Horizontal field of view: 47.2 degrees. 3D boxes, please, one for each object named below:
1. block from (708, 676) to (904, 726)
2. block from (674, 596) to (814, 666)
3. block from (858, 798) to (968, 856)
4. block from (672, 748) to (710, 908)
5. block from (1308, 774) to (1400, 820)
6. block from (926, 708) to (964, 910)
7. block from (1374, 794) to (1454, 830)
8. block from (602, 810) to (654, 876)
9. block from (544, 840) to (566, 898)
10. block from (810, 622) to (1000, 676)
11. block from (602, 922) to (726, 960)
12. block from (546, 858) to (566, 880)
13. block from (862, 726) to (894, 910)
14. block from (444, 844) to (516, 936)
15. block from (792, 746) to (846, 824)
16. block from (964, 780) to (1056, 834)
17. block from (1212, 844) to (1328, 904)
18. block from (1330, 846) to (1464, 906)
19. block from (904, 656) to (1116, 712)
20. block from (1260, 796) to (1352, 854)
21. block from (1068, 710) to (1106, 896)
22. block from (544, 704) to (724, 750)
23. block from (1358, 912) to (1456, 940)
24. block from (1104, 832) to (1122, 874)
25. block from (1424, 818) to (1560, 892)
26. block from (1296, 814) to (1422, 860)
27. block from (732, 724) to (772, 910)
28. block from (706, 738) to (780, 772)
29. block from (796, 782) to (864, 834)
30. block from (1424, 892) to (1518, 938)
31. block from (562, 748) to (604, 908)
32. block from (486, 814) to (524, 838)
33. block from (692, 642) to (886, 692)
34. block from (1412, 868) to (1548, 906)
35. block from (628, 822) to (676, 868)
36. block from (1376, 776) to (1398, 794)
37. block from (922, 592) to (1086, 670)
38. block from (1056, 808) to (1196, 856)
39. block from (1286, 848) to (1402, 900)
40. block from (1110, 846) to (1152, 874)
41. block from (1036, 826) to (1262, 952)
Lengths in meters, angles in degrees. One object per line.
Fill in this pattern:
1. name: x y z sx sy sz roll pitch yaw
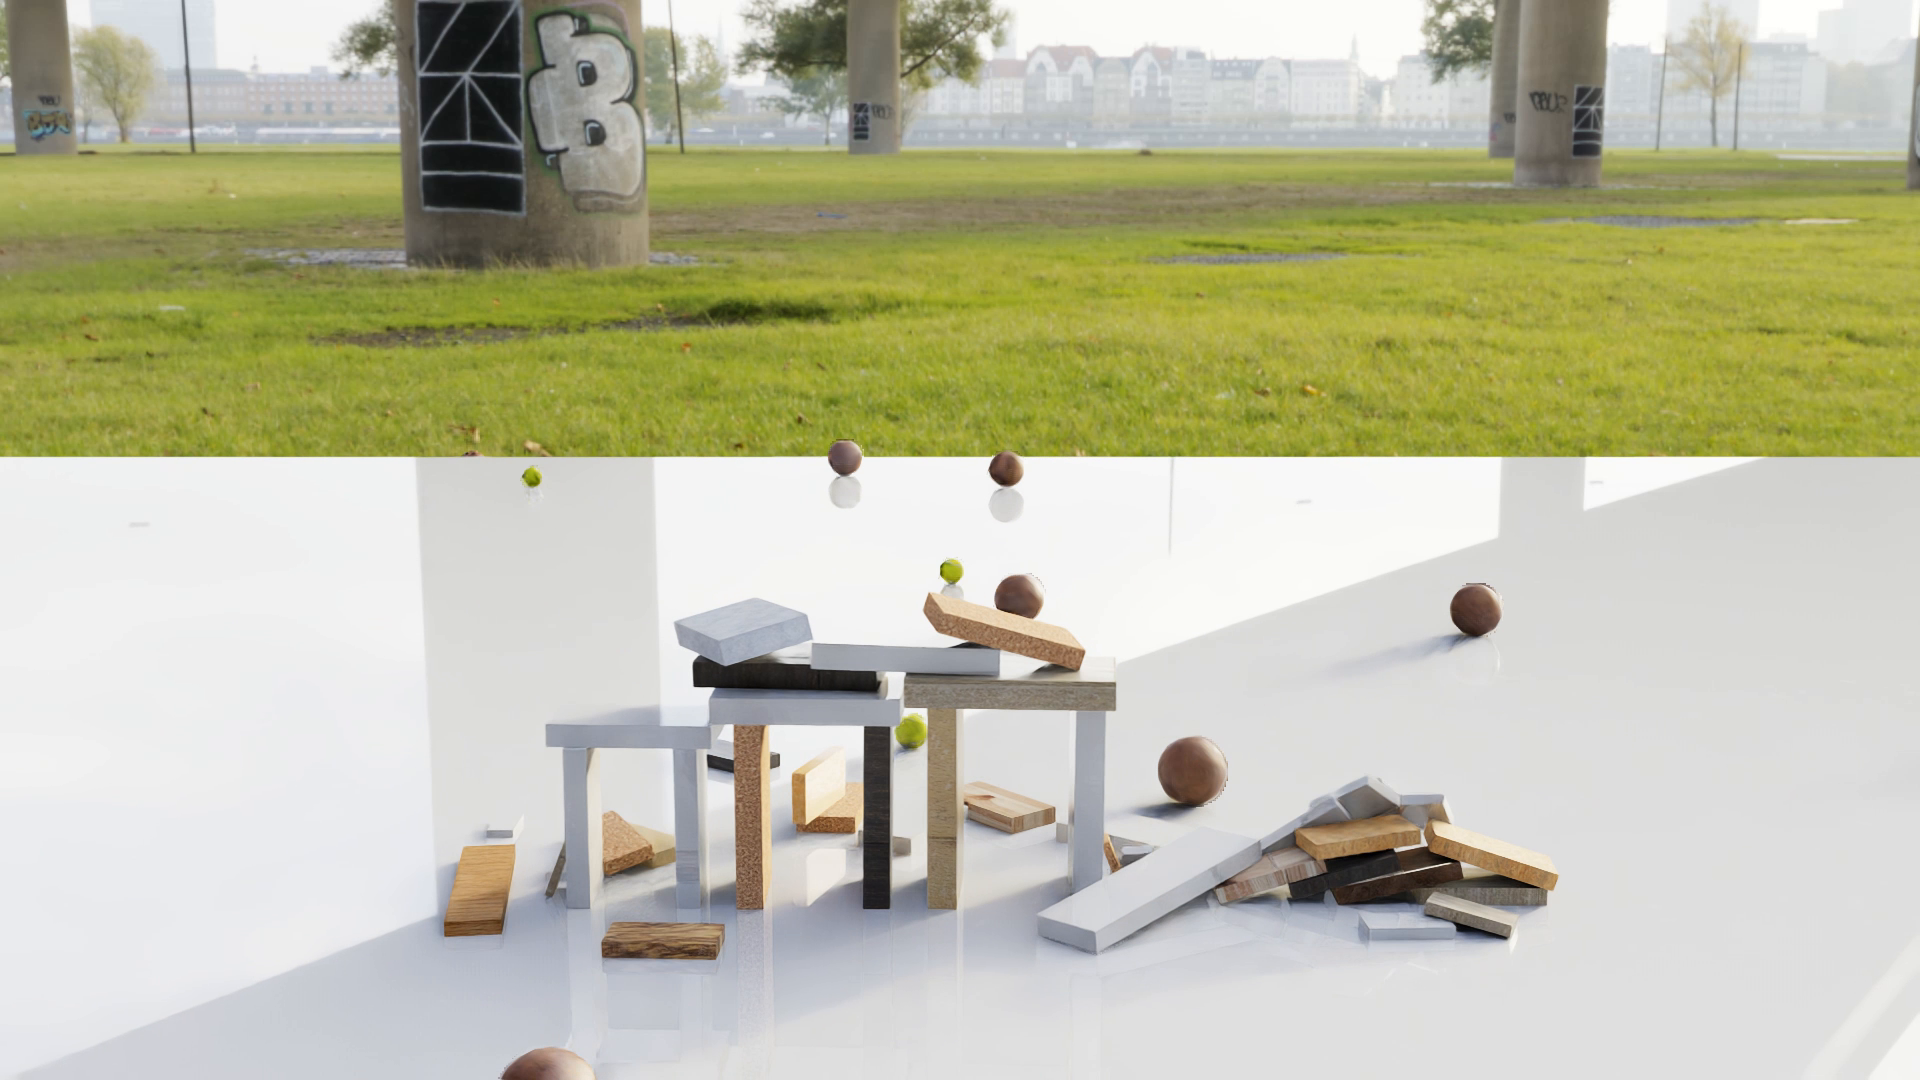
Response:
1. block: -0.247 0.263 3.615 0.309 0.044 0.154 0 11 2
2. block: -0.365 0.150 3.665 0.152 0.043 0.304 -17 10 -19
3. block: -0.083 0.517 3.978 0.108 0.030 0.215 5 12 27
4. block: -0.444 0.458 3.640 0.038 0.270 0.135 0 11 0
5. block: 0.666 0.446 3.720 0.073 0.021 0.146 34 -40 -18
6. block: -0.023 0.421 3.648 0.048 0.340 0.170 1 11 4
7. block: 0.762 0.462 3.729 0.138 0.069 0.020 -5 42 29
8. block: -0.608 0.526 3.826 0.089 0.025 0.177 -19 23 -26
9. block: -0.666 0.543 3.665 0.014 0.095 0.048 21 10 -5
10. block: -0.087 0.178 3.611 0.304 0.043 0.152 2 11 0
11. block: -0.461 0.623 3.422 0.177 0.025 0.089 1 11 3
12. block: -0.675 0.563 3.780 0.048 0.014 0.095 1 11 6
13. block: -0.135 0.438 3.643 0.044 0.309 0.154 1 11 0
14. block: -0.796 0.579 3.658 0.089 0.025 0.377 -1 11 -8
15. block: -0.257 0.447 4.018 0.027 0.094 0.187 4 11 19
16. block: 0.065 0.496 4.091 0.108 0.030 0.215 -9 14 -39
17. block: 0.510 0.552 3.659 0.184 0.026 0.092 -17 10 1
18. block: 0.720 0.554 3.658 0.210 0.030 0.105 -12 10 2
19. block: 0.085 0.232 3.598 0.340 0.048 0.170 1 11 3
20. block: 0.575 0.502 3.719 0.175 0.073 0.021 -33 43 13
21. block: 0.209 0.421 3.645 0.048 0.340 0.170 0 11 0
22. block: -0.532 0.306 3.617 0.270 0.038 0.135 1 11 3
23. block: 0.710 0.613 3.492 0.138 0.020 0.069 -1 11 -4
24. block: 0.258 0.541 3.662 0.014 0.100 0.050 -22 10 4
25. block: 0.880 0.521 3.649 0.210 0.030 0.105 18 10 3
26. block: 0.662 0.494 3.662 0.185 0.026 0.092 -7 10 -13
27. block: -0.343 0.438 3.643 0.044 0.309 0.154 0 11 0
28. block: -0.462 0.436 4.425 0.187 0.027 0.094 8 13 38
29. block: -0.232 0.496 4.090 0.108 0.030 0.215 1 11 6
30. block: 0.816 0.597 3.509 0.138 0.020 0.069 14 10 21
31. block: -0.623 0.458 3.640 0.038 0.270 0.135 0 11 0
32. block: -0.828 0.520 4.007 0.048 0.014 0.095 0 11 0
33. block: -0.280 0.209 3.669 0.304 0.043 0.152 1 11 5
34. block: 0.860 0.576 3.662 0.210 0.030 0.105 0 11 0
35. block: -0.587 0.534 3.898 0.231 0.027 0.094 9 14 40
36. block: 0.687 0.467 3.788 0.146 0.073 0.021 -33 31 27
37. block: 0.071 0.148 3.592 0.248 0.035 0.124 15 11 -16
38. block: 0.309 0.527 3.910 0.248 0.035 0.124 8 13 37
39. block: 0.632 0.545 3.651 0.184 0.026 0.092 -16 10 4
40. block: 0.288 0.543 3.710 0.050 0.014 0.100 -2 -31 -11
41. block: 0.312 0.563 3.576 0.124 0.035 0.426 7 19 44
